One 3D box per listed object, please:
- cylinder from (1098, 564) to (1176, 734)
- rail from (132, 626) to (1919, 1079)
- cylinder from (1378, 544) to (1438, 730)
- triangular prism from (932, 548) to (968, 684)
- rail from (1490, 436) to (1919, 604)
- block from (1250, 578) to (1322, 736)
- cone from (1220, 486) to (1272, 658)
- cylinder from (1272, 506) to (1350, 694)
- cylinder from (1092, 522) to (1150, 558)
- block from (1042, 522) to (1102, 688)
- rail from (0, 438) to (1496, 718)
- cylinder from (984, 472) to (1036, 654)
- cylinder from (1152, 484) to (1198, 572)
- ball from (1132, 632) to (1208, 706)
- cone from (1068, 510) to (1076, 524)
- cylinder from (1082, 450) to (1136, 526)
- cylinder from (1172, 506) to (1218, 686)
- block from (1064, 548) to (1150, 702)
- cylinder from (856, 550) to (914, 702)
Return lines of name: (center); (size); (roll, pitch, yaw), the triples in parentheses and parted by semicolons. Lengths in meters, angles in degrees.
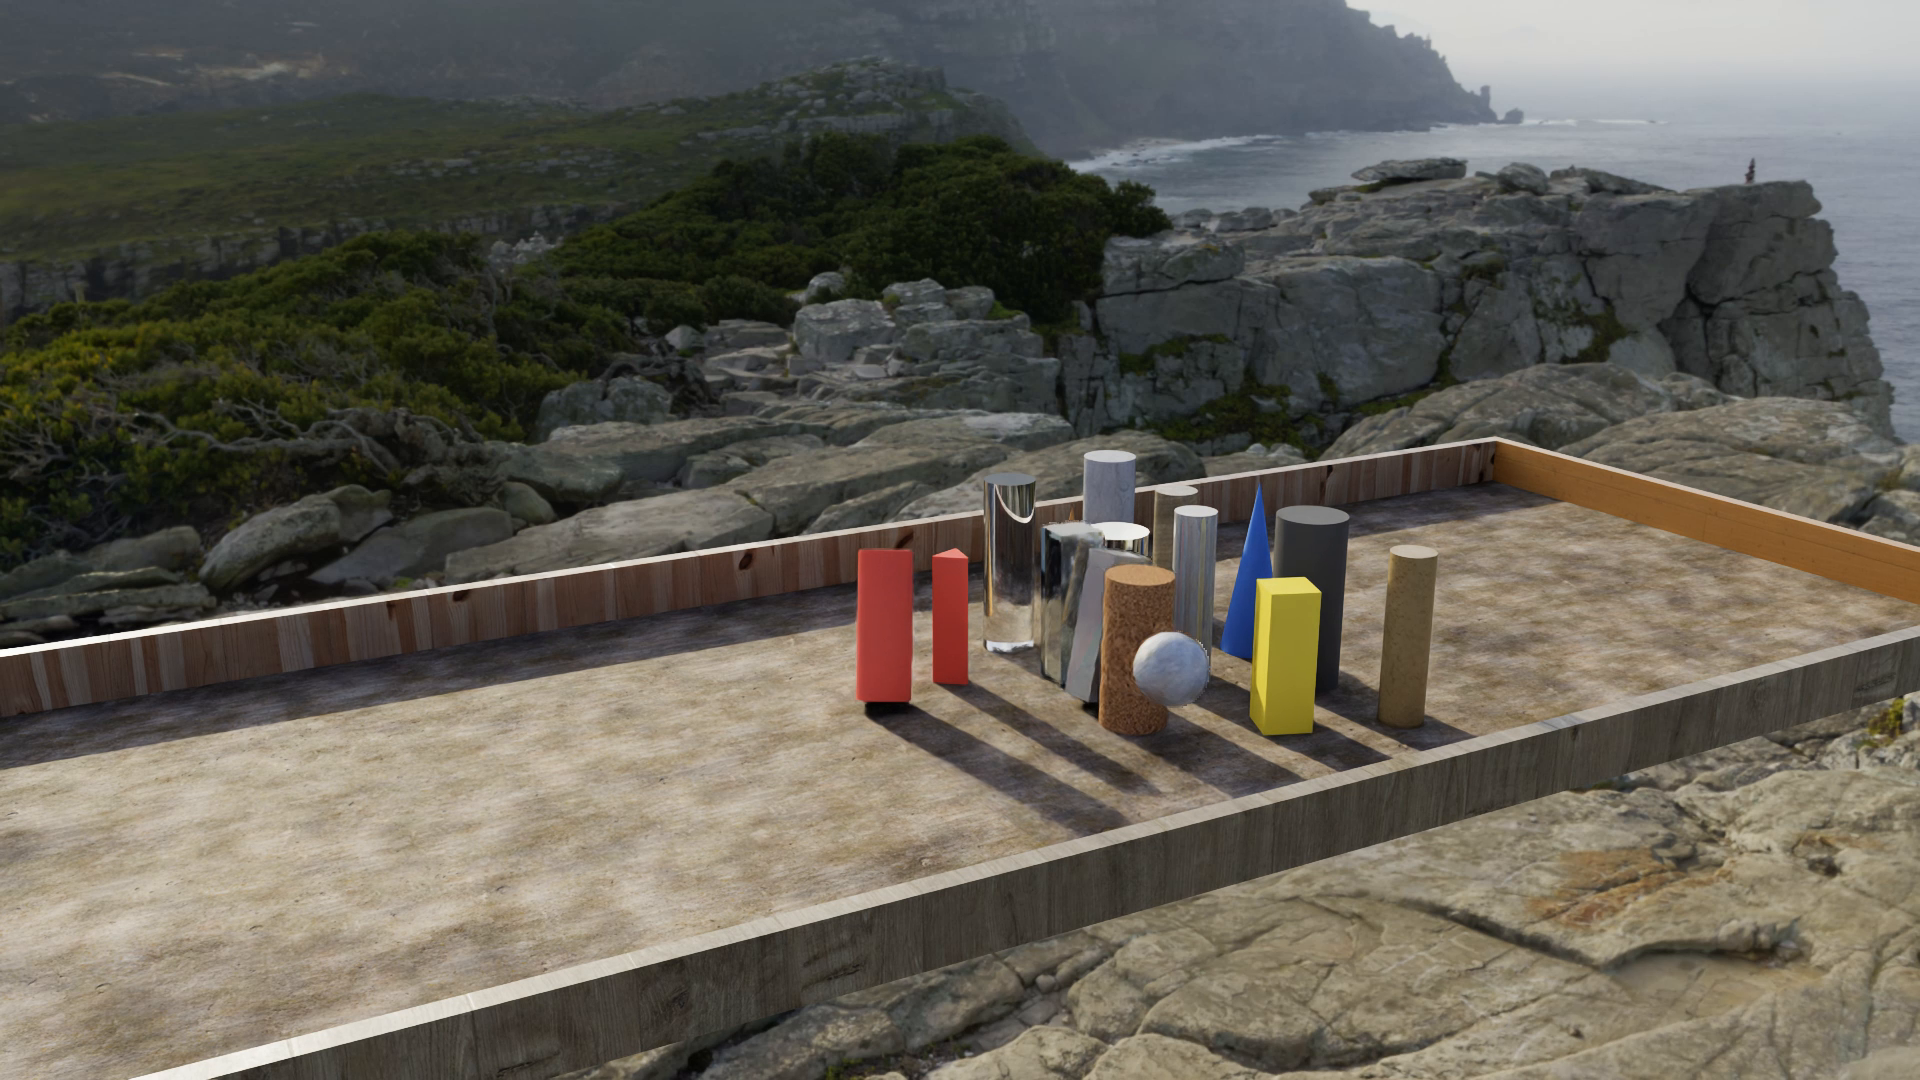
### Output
cylinder: (0.411, 0.254, 3.841); (0.161, 0.363, 0.161); (1, 16, 0)
rail: (-2.336, 1.006, 1.665); (12.000, 0.150, 0.050); (-9, 18, -27)
cylinder: (1.041, 0.227, 3.842); (0.107, 0.418, 0.107); (0, 16, 0)
triangular prism: (-0.018, 0.190, 4.121); (0.088, 0.331, 0.076); (3, 17, 10)
rail: (2.466, -0.048, 5.253); (0.050, 0.150, 2.100); (-9, 18, -27)
block: (0.754, 0.269, 3.830); (0.116, 0.343, 0.116); (-2, 16, -7)
cone: (0.774, 0.067, 4.316); (0.166, 0.457, 0.166); (0, 16, 0)
cylinder: (0.862, 0.146, 4.090); (0.176, 0.433, 0.176); (0, 16, 0)
cylinder: (0.409, 0.130, 4.345); (0.170, 0.320, 0.170); (0, 16, 0)
block: (0.279, 0.160, 4.116); (0.114, 0.387, 0.114); (-6, 15, -21)
rail: (-3.305, 0.497, 3.399); (12.000, 0.150, 0.050); (-9, 18, -27)
cylinder: (0.129, 0.062, 4.335); (0.135, 0.457, 0.135); (0, 16, 0)
cylinder: (0.592, 0.041, 4.562); (0.117, 0.369, 0.117); (0, 16, 0)
ball: (0.454, 0.278, 3.561); (0.161, 0.161, 0.161); (0, 16, 0)
cone: (0.310, 0.058, 4.597); (0.128, 0.316, 0.128); (0, 16, 0)
cylinder: (0.435, -0.054, 4.840); (0.151, 0.394, 0.151); (0, 16, 0)
cylinder: (0.577, 0.141, 4.094); (0.106, 0.441, 0.106); (0, 16, 0)
block: (0.354, 0.207, 3.977); (0.105, 0.357, 0.105); (6, 6, -31)
cylinder: (-0.181, 0.206, 3.976); (0.134, 0.359, 0.134); (1, -1, 0)
